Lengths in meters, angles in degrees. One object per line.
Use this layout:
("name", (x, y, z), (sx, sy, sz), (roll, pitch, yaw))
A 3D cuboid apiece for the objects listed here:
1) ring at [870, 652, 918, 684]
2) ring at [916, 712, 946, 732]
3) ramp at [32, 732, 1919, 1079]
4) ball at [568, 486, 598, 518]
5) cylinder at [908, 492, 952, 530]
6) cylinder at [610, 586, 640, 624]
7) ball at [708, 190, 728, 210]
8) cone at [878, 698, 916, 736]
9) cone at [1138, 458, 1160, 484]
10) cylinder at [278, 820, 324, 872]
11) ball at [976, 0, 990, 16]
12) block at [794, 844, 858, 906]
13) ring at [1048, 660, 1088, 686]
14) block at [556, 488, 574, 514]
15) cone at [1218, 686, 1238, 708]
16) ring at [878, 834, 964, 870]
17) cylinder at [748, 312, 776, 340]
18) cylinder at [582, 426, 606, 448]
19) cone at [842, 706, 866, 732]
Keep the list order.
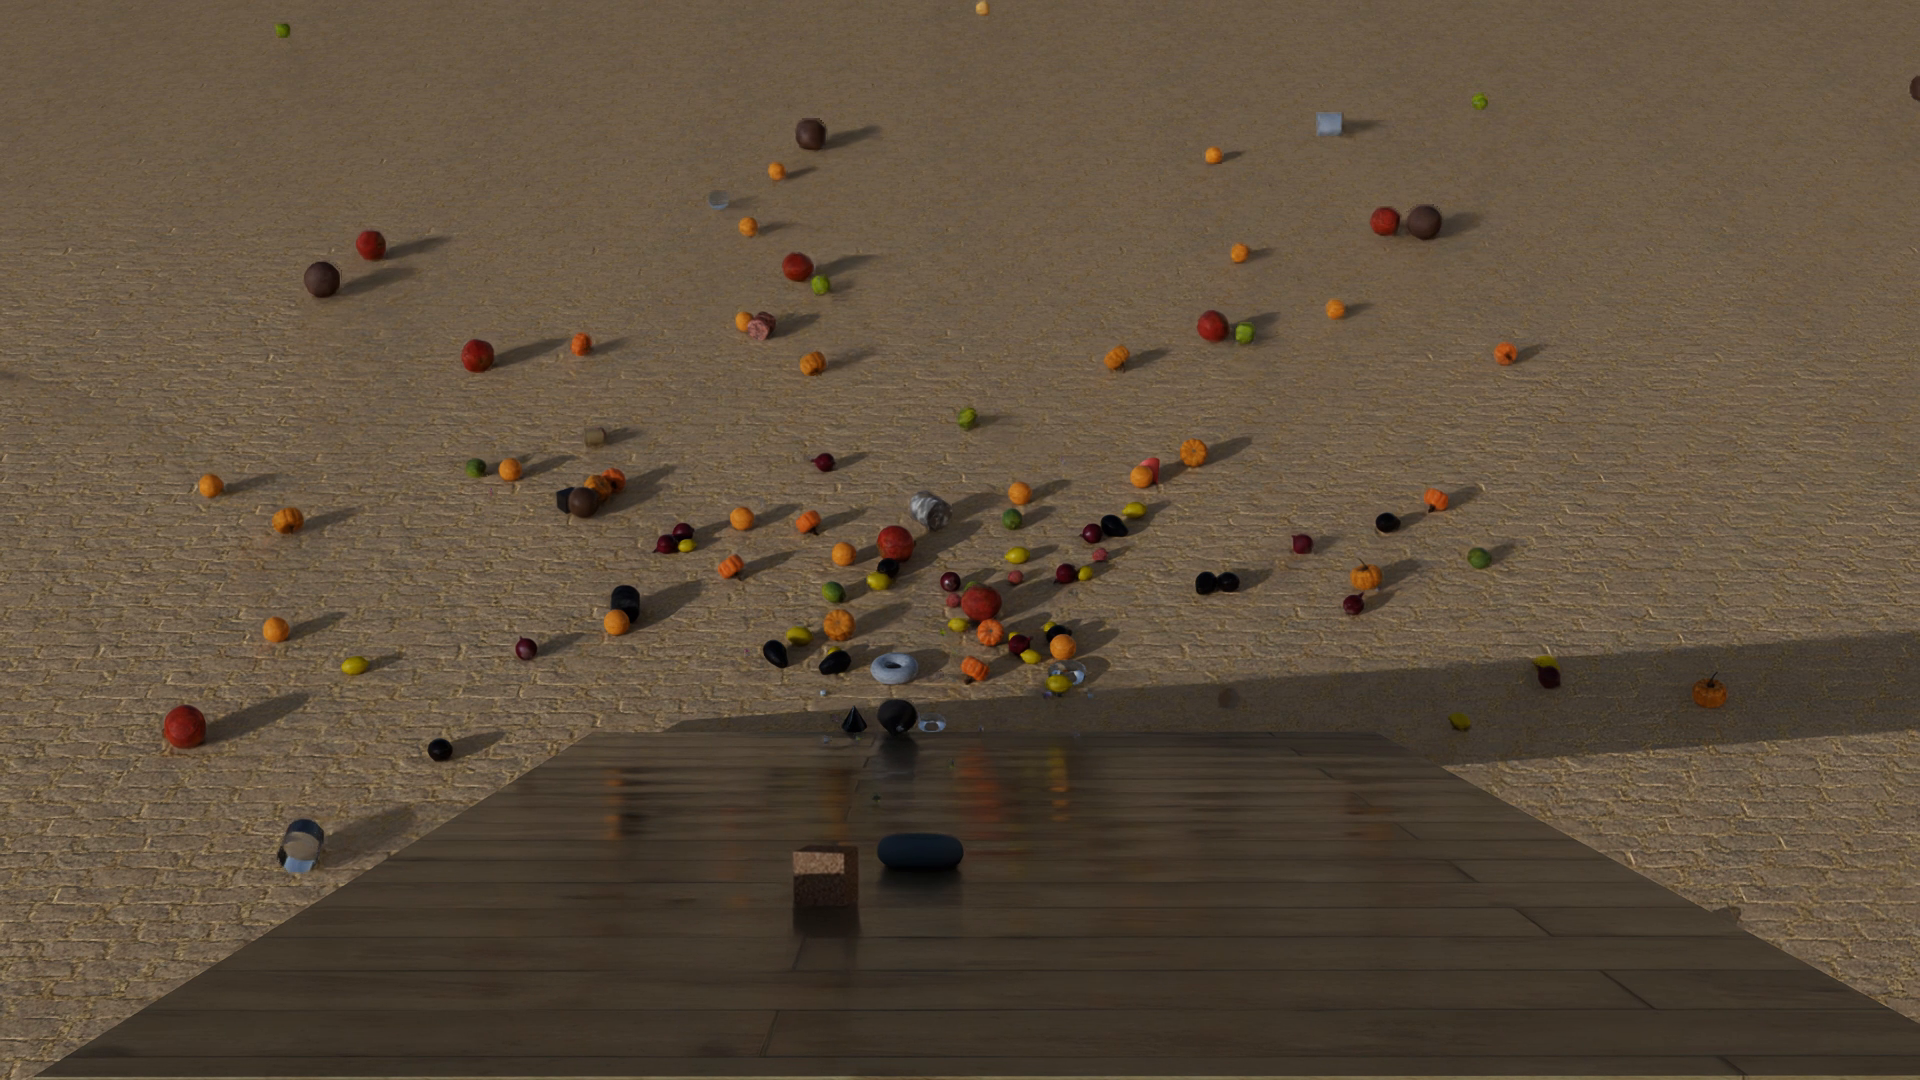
("ring", (-0.177, 0.349, 7.016), (0.131, 0.044, 0.131), (-1, 28, 1))
("ring", (-0.074, 0.480, 6.787), (0.078, 0.026, 0.078), (0, 26, 0))
("ramp", (0.063, 0.566, 4.605), (2.000, 0.100, 4.000), (0, 1, 0))
("ball", (-1.143, -0.114, 7.834), (0.096, 0.096, 0.096), (0, 28, 0))
("cylinder", (-0.092, -0.088, 7.786), (0.093, 0.093, 0.093), (-20, 34, -33))
("cylinder", (-0.945, 0.182, 7.293), (0.080, 0.080, 0.080), (-2, 28, -4))
("ball", (-0.950, -1.334, 10.157), (0.078, 0.078, 0.078), (0, 28, 0))
("cone", (-0.162, 0.469, 6.519), (0.100, 0.100, 0.100), (2, 27, 3))
("cone", (0.603, -0.203, 8.068), (0.077, 0.077, 0.077), (-11, 56, -19))
("cylinder", (-1.588, 0.738, 6.229), (0.093, 0.093, 0.093), (-1, 28, -1))
("ball", (0.113, -2.574, 12.508), (0.070, 0.070, 0.070), (0, 28, 0))
("block", (-0.195, 0.488, 3.764), (0.076, 0.076, 0.076), (0, 1, 14))
("ring", (0.291, 0.359, 7.004), (0.108, 0.036, 0.108), (0, 26, 0))
("block", (-1.194, -0.121, 7.892), (0.054, 0.054, 0.054), (-20, 34, -33))
("cone", (0.707, 0.421, 6.898), (0.058, 0.058, 0.058), (-5, -4, -10))
("ring", (-0.063, 0.499, 4.139), (0.139, 0.046, 0.139), (1, 0, 0))
("cylinder", (-0.695, -0.749, 9.054), (0.077, 0.077, 0.077), (9, 29, 17))
("cylinder", (-1.174, -0.330, 8.285), (0.055, 0.055, 0.055), (-22, 33, -13))
("cone", (-0.278, 0.460, 6.781), (0.066, 0.066, 0.066), (0, 28, 0))
